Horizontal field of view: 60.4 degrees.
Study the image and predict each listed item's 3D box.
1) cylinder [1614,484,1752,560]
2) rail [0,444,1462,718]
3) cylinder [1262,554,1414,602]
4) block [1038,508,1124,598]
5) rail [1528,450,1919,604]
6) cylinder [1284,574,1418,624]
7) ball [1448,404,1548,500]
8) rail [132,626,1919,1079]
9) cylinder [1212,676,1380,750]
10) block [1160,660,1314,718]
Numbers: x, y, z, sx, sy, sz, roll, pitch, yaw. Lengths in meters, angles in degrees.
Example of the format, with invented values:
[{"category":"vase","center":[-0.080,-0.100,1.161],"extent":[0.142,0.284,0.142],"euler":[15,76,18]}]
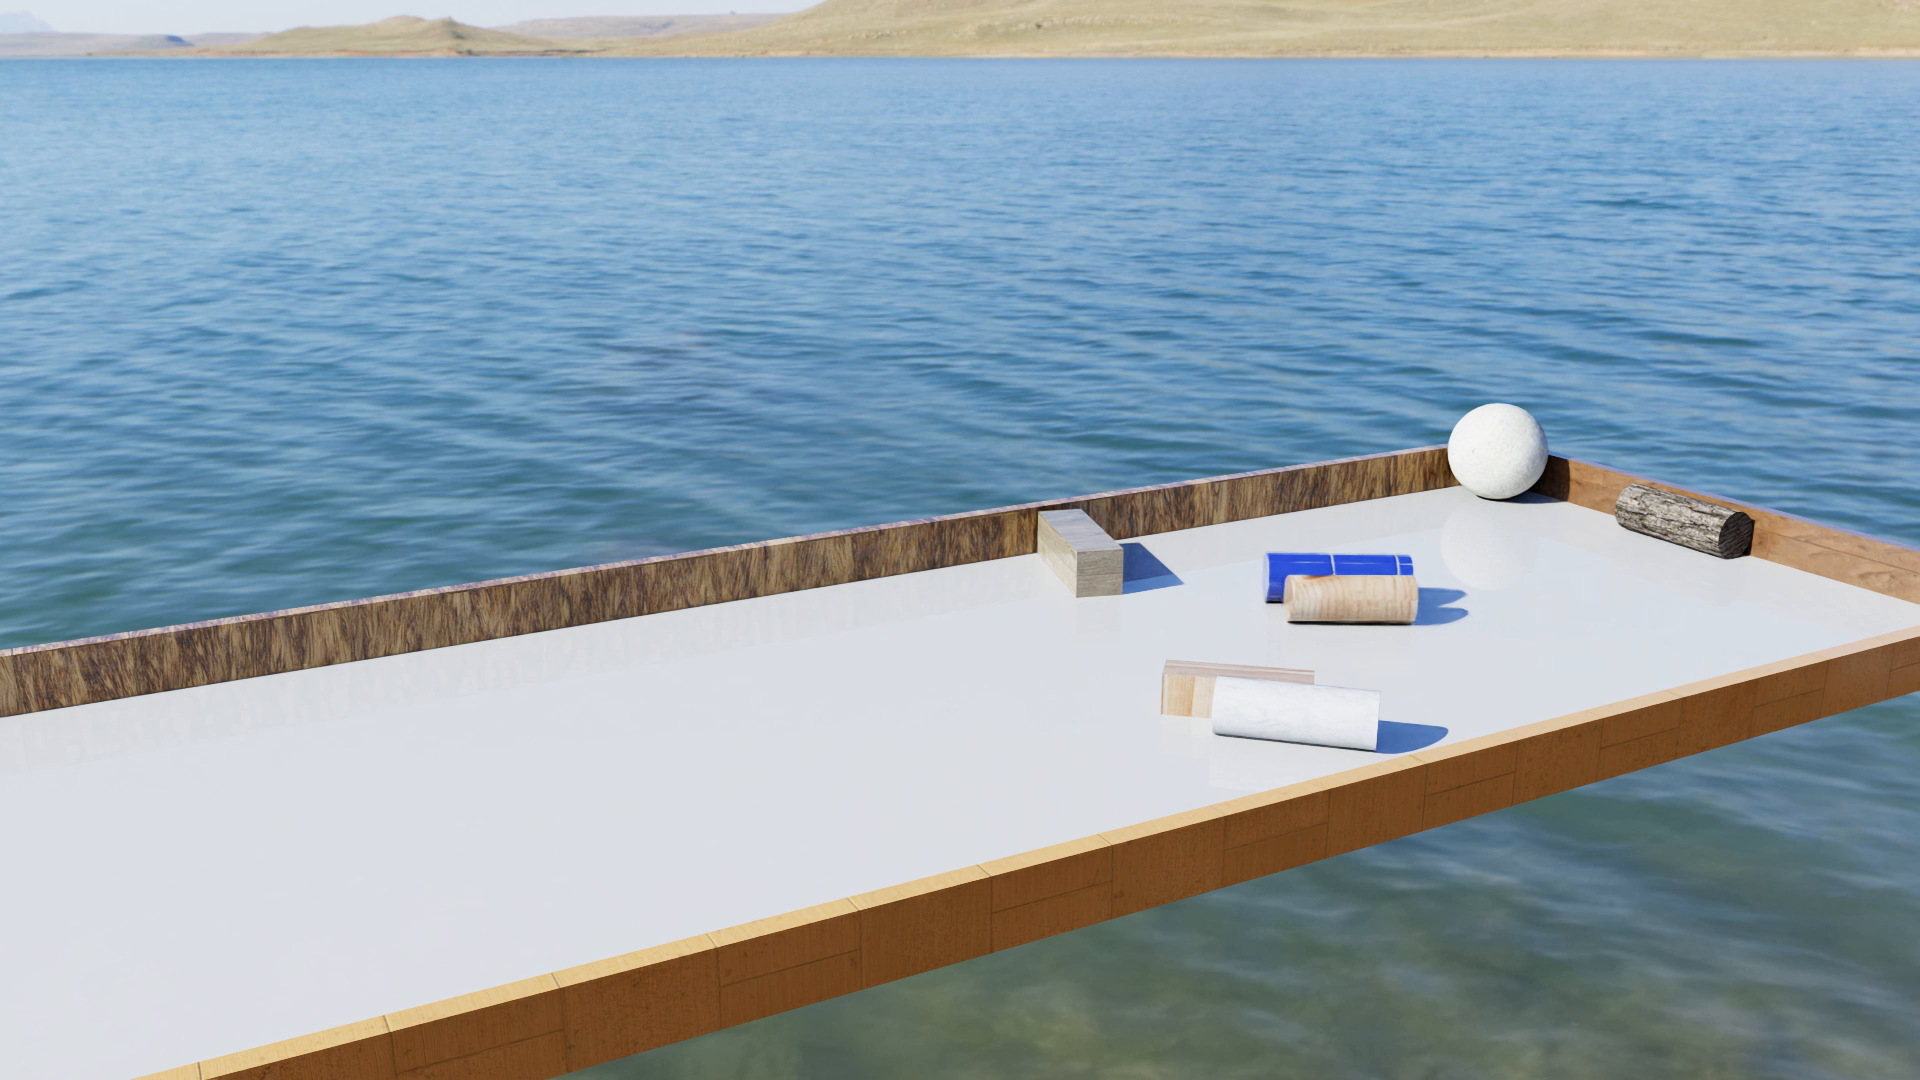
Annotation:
[{"category":"cylinder","center":[2.319,-0.064,5.300],"extent":[0.154,0.154,0.399],"euler":[-8,18,-26]},{"category":"rail","center":[-3.305,0.497,3.399],"extent":[12.000,0.150,0.050],"euler":[-9,18,-27]},{"category":"cylinder","center":[1.081,0.111,4.731],"extent":[0.407,0.139,0.139],"euler":[1,16,4]},{"category":"block","center":[0.359,0.035,4.988],"extent":[0.139,0.139,0.450],"euler":[-3,17,-11]},{"category":"rail","center":[2.466,-0.048,5.253],"extent":[0.050,0.150,2.100],"euler":[-9,18,-27]},{"category":"cylinder","center":[1.080,0.163,4.568],"extent":[0.342,0.132,0.132],"euler":[0,16,2]},{"category":"ball","center":[1.897,-0.313,5.820],"extent":[0.339,0.339,0.339],"euler":[0,16,0]},{"category":"rail","center":[-2.336,1.006,1.665],"extent":[12.000,0.150,0.050],"euler":[-9,18,-27]},{"category":"cylinder","center":[0.769,0.394,3.774],"extent":[0.366,0.135,0.135],"euler":[5,17,15]},{"category":"block","center":[0.662,0.364,3.935],"extent":[0.353,0.103,0.103],"euler":[3,17,12]}]
